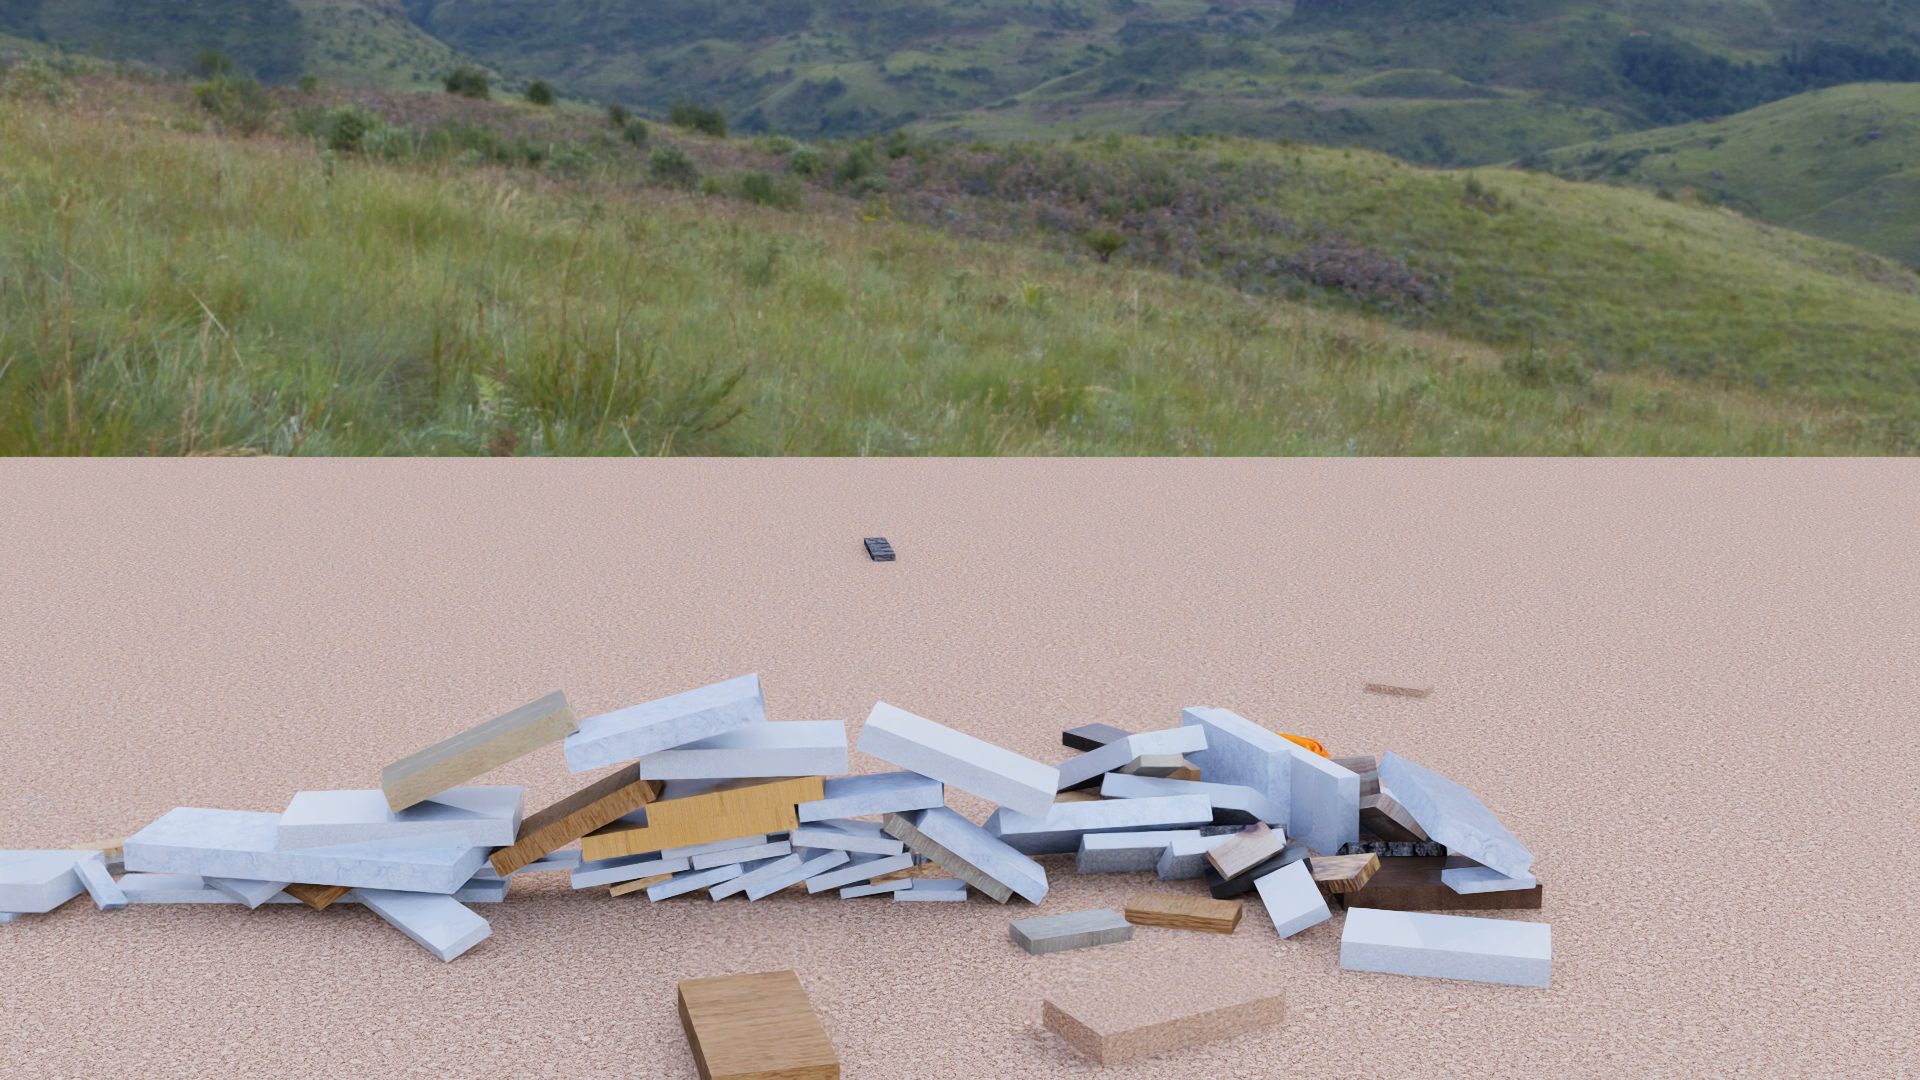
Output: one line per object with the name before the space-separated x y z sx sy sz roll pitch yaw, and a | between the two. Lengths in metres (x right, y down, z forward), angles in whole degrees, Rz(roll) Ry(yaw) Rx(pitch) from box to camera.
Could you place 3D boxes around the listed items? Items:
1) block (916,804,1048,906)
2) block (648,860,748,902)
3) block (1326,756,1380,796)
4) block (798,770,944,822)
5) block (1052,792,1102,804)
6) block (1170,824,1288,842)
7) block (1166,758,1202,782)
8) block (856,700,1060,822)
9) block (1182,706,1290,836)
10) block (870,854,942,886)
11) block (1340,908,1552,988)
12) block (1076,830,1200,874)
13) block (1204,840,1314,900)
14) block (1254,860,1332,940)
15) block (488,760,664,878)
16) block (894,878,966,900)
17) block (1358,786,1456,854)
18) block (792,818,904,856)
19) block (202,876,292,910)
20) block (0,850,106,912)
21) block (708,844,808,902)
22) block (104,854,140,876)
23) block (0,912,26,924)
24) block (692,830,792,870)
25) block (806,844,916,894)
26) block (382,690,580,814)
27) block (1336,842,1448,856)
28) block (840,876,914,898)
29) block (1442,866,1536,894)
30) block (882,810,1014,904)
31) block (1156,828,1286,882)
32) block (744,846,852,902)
block | 0.036 0.511 3.637 0.236 0.033 0.118 33 6 -7
block | -0.436 0.557 3.659 0.160 0.023 0.080 -17 10 4
block | 0.673 0.450 4.009 0.029 0.102 0.203 -8 -2 -43
block | -0.146 0.421 3.641 0.236 0.033 0.118 -6 10 1
block | 0.238 0.499 4.107 0.136 0.019 0.068 10 14 43
block | 0.463 0.520 3.814 0.199 0.028 0.099 -2 -21 1
block | 0.417 0.455 4.193 0.021 0.075 0.149 -3 11 -20
block | 0.000 0.368 3.683 0.334 0.047 0.167 21 10 2
block | 0.510 0.429 4.088 0.046 0.163 0.327 -6 12 -22
block | -0.092 0.544 3.651 0.119 0.017 0.059 -14 10 0
block | 0.746 0.623 3.373 0.308 0.044 0.154 3 11 14
block | 0.303 0.531 3.744 0.199 0.028 0.099 -1 -32 -6
block | 0.497 0.551 3.668 0.172 0.024 0.086 -18 10 4
block | 0.534 0.576 3.538 0.087 0.025 0.174 -25 16 3
block | -0.632 0.455 3.644 0.289 0.041 0.144 -27 10 3
block | -0.049 0.583 3.663 0.119 0.017 0.059 0 11 0
block | 0.804 0.506 4.009 0.148 0.042 0.295 -10 14 -42
block | -0.185 0.487 3.632 0.179 0.025 0.090 6 9 -4
block | -1.173 0.551 3.617 0.167 0.024 0.084 13 37 43
block | -1.612 0.562 3.633 0.338 0.048 0.169 -1 10 12
block | -0.335 0.547 3.656 0.160 0.023 0.080 -23 9 6
block | -1.474 0.556 3.788 0.159 0.023 0.080 -4 11 -18
block | -1.545 0.600 3.580 0.048 0.014 0.096 1 11 7
block | -0.360 0.511 3.651 0.160 0.023 0.080 -10 10 -1
block | -0.164 0.539 3.659 0.179 0.025 0.090 -16 10 4
block | -0.788 0.344 3.609 0.320 0.045 0.160 -24 11 -11
block | 0.738 0.539 3.767 0.172 0.024 0.086 0 -20 -2
block | -0.138 0.571 3.665 0.119 0.017 0.059 -10 10 6
block | 0.862 0.553 3.588 0.133 0.019 0.067 -2 11 -13
block | -0.020 0.512 3.652 0.236 0.033 0.118 33 6 -8
block | 0.442 0.533 3.721 0.199 0.028 0.099 -4 -32 -14
block | -0.268 0.542 3.664 0.179 0.025 0.090 -23 9 5
